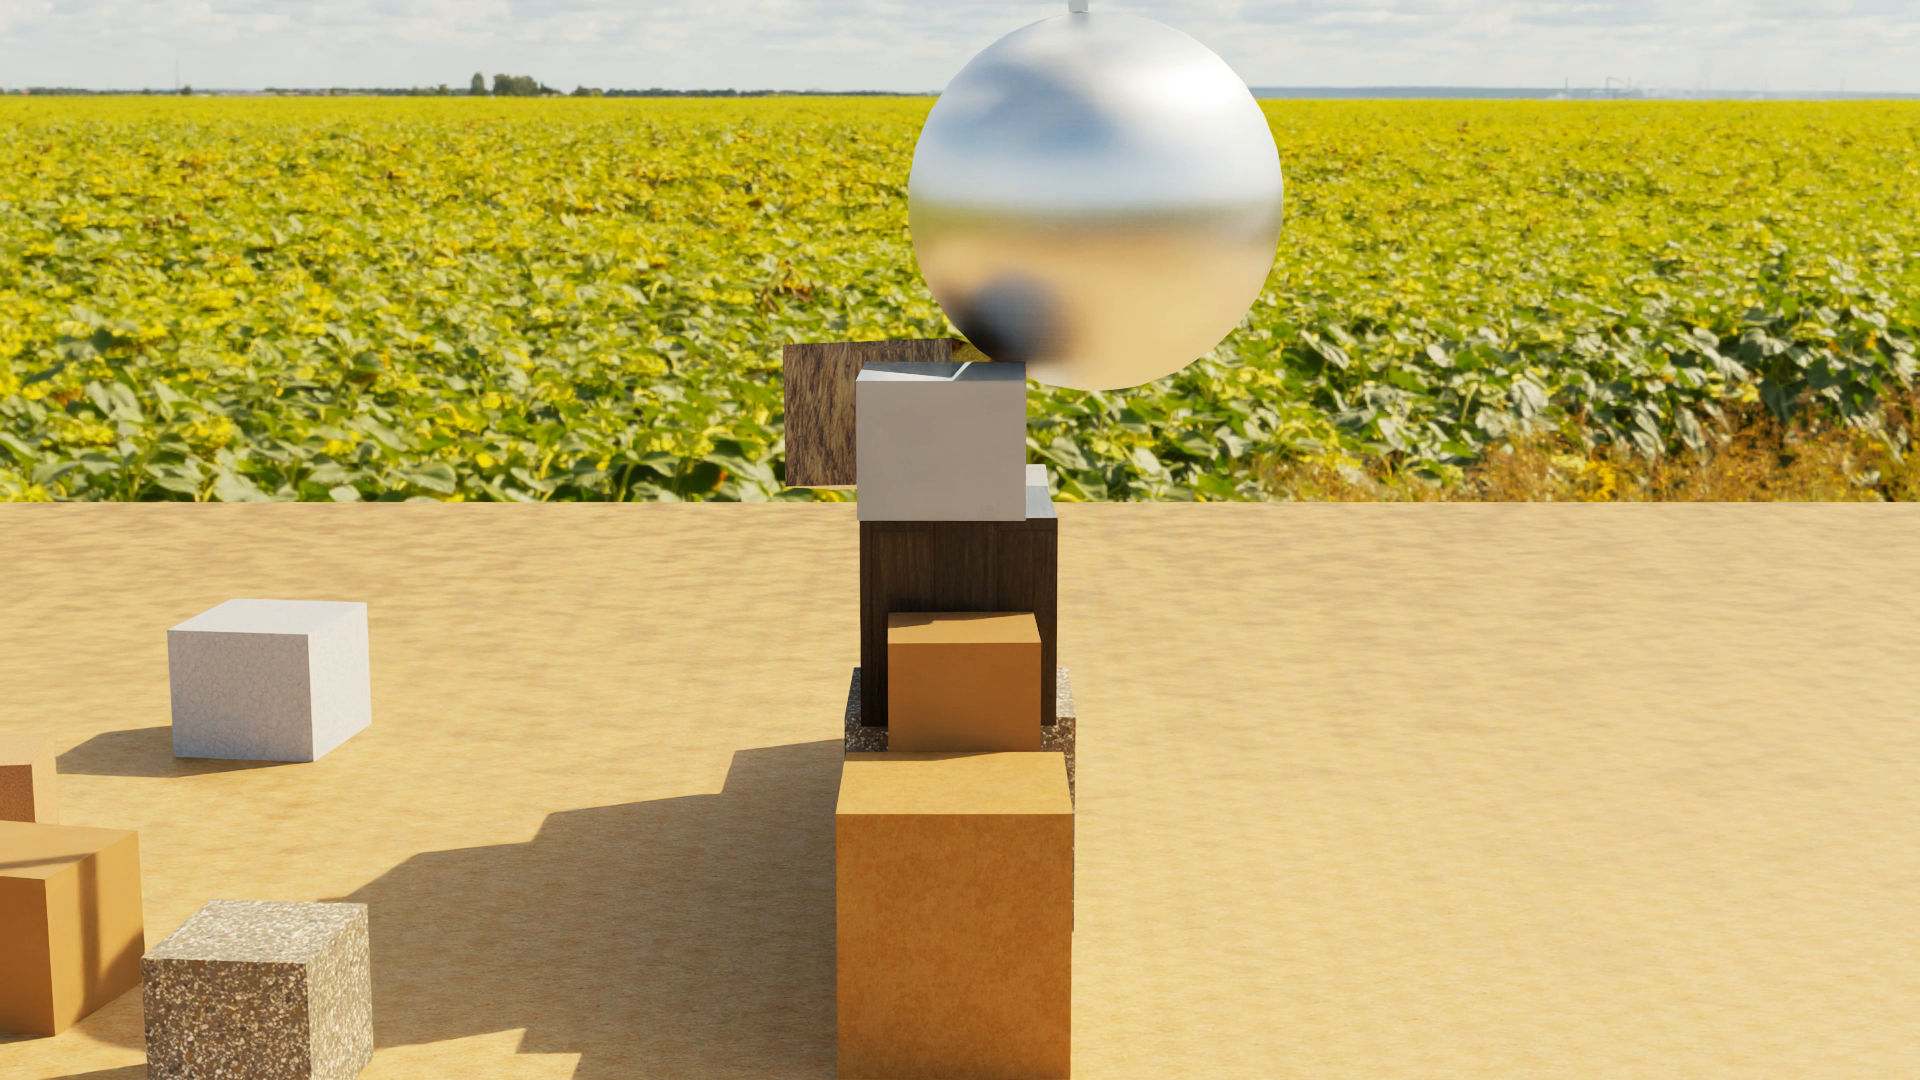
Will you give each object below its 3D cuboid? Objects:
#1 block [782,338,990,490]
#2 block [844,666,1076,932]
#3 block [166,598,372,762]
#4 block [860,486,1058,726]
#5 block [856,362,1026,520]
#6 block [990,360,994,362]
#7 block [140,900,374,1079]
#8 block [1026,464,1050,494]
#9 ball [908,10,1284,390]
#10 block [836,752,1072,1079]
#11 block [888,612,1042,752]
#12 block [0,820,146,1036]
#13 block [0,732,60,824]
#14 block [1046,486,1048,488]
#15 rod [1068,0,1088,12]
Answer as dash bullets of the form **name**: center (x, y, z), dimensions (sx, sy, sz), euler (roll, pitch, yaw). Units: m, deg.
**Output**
- **block**: center (-0.306, -0.541, 11.237), dimensions (0.749, 0.610, 0.685), euler (-1, 0, 14)
- **block**: center (0.001, 1.093, 10.989), dimensions (0.944, 0.917, 0.900), euler (0, 10, 0)
- **block**: center (-3.657, 0.734, 13.643), dimensions (0.763, 0.676, 0.817), euler (1, 10, 8)
- **block**: center (-0.015, 0.259, 10.642), dimensions (0.787, 0.849, 0.806), euler (0, 10, -1)
- **block**: center (-0.068, -0.409, 10.396), dimensions (0.666, 0.554, 0.669), euler (0, 10, 1)
- **block**: center (-0.105, -0.558, 11.928), dimensions (0.671, 0.590, 0.669), euler (2, 4, 10)
- **block**: center (-2.435, 1.637, 8.944), dimensions (0.573, 0.579, 0.628), euler (1, 10, 6)
- **block**: center (-0.013, 0.059, 12.427), dimensions (0.866, 0.734, 0.825), euler (0, 10, 1)
- **ball**: center (0.576, -1.436, 10.919), dimensions (1.600, 1.600, 1.600), euler (0, 10, 0)
- **block**: center (-0.020, 1.355, 9.389), dimensions (0.822, 0.974, 0.823), euler (0, 10, 0)
- **block**: center (0.010, 0.669, 10.022), dimensions (0.579, 0.674, 0.562), euler (0, 10, -1)
- **block**: center (-3.583, 1.469, 9.798), dimensions (0.647, 0.605, 0.629), euler (2, 11, 13)
- **block**: center (-4.290, 1.210, 11.269), dimensions (0.537, 0.588, 0.553), euler (-2, 10, -10)
- **block**: center (-0.014, 0.167, 11.538), dimensions (0.798, 0.794, 0.829), euler (0, -1, 1)
- **rod**: center (0.249, -4.766, 10.314), dimensions (0.080, 5.200, 0.080), euler (-5, 10, 1)
